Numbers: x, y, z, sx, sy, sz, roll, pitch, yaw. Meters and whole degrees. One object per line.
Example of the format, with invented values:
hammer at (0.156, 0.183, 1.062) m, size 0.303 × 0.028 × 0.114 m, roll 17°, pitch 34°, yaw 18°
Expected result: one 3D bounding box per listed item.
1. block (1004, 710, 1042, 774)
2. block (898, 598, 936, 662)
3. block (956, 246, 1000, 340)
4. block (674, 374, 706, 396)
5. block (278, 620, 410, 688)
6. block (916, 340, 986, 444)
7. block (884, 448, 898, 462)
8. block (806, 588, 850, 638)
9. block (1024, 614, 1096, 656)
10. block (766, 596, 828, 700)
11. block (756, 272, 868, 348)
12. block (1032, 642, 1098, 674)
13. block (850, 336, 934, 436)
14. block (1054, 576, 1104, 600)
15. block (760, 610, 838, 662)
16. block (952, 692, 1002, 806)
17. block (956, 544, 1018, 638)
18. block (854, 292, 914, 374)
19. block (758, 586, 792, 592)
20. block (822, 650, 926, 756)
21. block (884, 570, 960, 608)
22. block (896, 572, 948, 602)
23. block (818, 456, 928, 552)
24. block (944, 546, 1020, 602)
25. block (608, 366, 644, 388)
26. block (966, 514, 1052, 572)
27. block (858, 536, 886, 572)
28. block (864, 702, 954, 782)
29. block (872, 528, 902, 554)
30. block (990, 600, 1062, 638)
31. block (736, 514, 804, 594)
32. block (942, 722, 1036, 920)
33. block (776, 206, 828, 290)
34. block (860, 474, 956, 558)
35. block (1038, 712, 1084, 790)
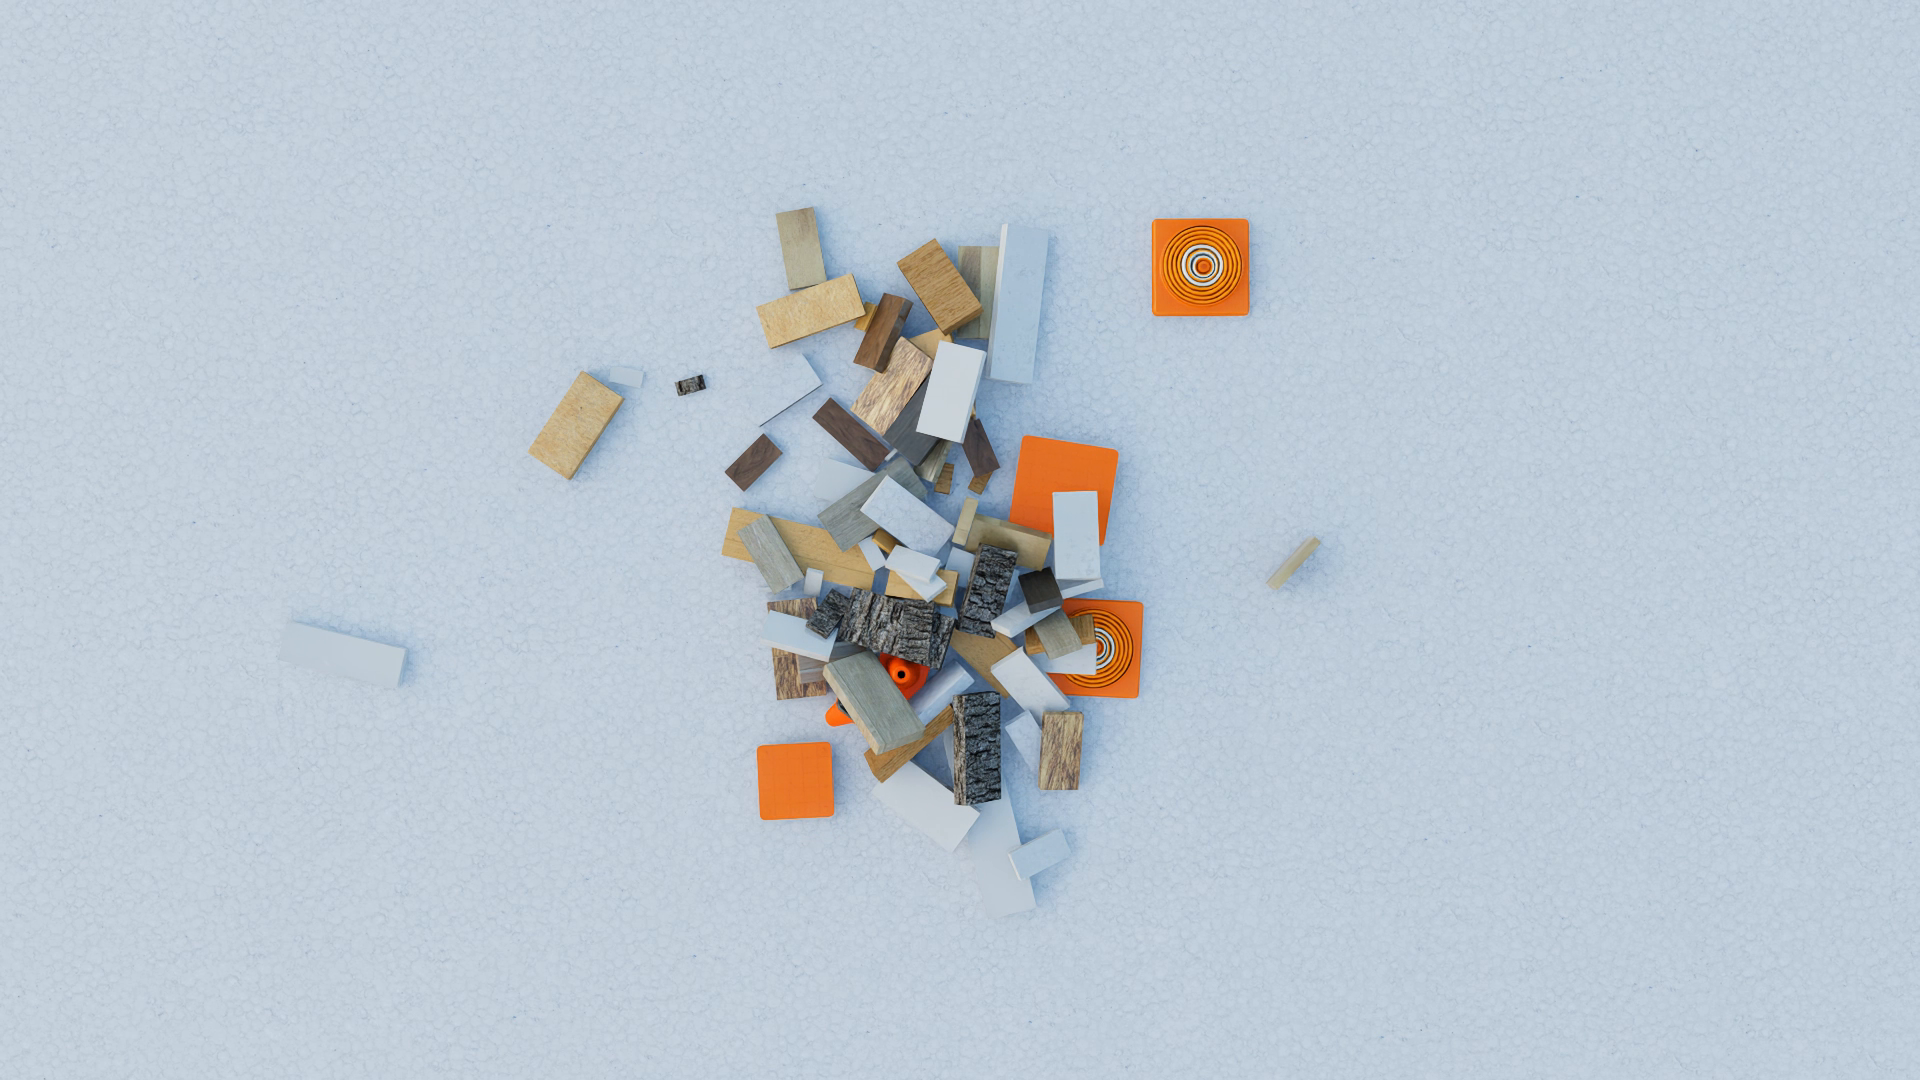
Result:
block at (0.233, 0.666, 5.457) m, size 0.098 × 0.028 × 0.195 m, roll -31°, pitch 108°, yaw 0°
block at (-0.140, 0.291, 5.360) m, size 0.098 × 0.028 × 0.195 m, roll 5°, pitch 82°, yaw 8°
block at (0.068, -0.820, 5.479) m, size 0.152 × 0.043 × 0.303 m, roll 1°, pitch 90°, yaw 0°
block at (-0.898, -0.514, 5.493) m, size 0.095 × 0.014 × 0.048 m, roll -16°, pitch 90°, yaw 0°
block at (-2.048, 0.380, 5.481) m, size 0.403 × 0.037 × 0.132 m, roll 13°, pitch 90°, yaw 0°
block at (-0.028, -0.479, 5.333) m, size 0.152 × 0.043 × 0.303 m, roll 15°, pitch 93°, yaw 14°
block at (-0.211, -0.298, 5.476) m, size 0.095 × 0.048 × 0.014 m, roll -45°, pitch 90°, yaw 0°
block at (-0.431, 0.243, 5.438) m, size 0.083 × 0.023 × 0.166 m, roll 31°, pitch 54°, yaw 6°
block at (0.327, 0.309, 5.388) m, size 0.227 × 0.113 × 0.032 m, roll -11°, pitch 125°, yaw 8°
block at (-0.541, 0.360, 5.477) m, size 0.163 × 0.046 × 0.326 m, roll -6°, pitch 90°, yaw 0°
block at (-0.492, -0.758, 5.466) m, size 0.338 × 0.041 × 0.144 m, roll -19°, pitch 90°, yaw 5°
block at (0.343, 0.384, 5.422) m, size 0.212 × 0.030 × 0.106 m, roll 2°, pitch 91°, yaw 11°
block at (-0.215, -0.504, 5.432) m, size 0.149 × 0.042 × 0.299 m, roll 39°, pitch 102°, yaw 14°
block at (0.353, 0.149, 5.442) m, size 0.225 × 0.113 × 0.032 m, roll -17°, pitch 115°, yaw 0°
block at (-0.527, 0.314, 5.405) m, size 0.233 × 0.033 × 0.117 m, roll 15°, pitch 52°, yaw 0°
block at (0.057, 0.676, 5.370) m, size 0.050 × 0.176 × 0.353 m, roll -1°, pitch 90°, yaw 42°
block at (0.088, 0.167, 5.407) m, size 0.130 × 0.037 × 0.294 m, roll 14°, pitch 93°, yaw -23°
block at (-0.254, -0.683, 5.440) m, size 0.036 × 0.127 × 0.255 m, roll 24°, pitch 90°, yaw -41°
block at (-0.612, 0.162, 5.473) m, size 0.108 × 0.054 × 0.015 m, roll -6°, pitch 89°, yaw 0°
block at (-0.278, 0.519, 5.318) m, size 0.176 × 0.050 × 0.353 m, roll -17°, pitch 54°, yaw -30°
block at (-0.124, 0.147, 5.429) m, size 0.227 × 0.032 × 0.113 m, roll 8°, pitch 71°, yaw 14°
block at (-0.127, 0.125, 5.394) m, size 0.083 × 0.023 × 0.166 m, roll -38°, pitch 58°, yaw -18°
block at (-0.288, -0.118, 5.433) m, size 0.344 × 0.042 × 0.149 m, roll -35°, pitch 95°, yaw -4°
block at (0.068, 0.116, 5.467) m, size 0.235 × 0.032 × 0.113 m, roll 20°, pitch 91°, yaw -2°
block at (-1.109, -0.544, 5.492) m, size 0.108 × 0.015 × 0.054 m, roll 11°, pitch 90°, yaw 0°
block at (0.160, 0.007, 5.446) m, size 0.264 × 0.037 × 0.132 m, roll 15°, pitch 126°, yaw 0°
block at (-0.289, 0.044, 5.446) m, size 0.054 × 0.015 × 0.107 m, roll -29°, pitch 90°, yaw 0°
block at (-0.161, 0.642, 5.414) m, size 0.333 × 0.167 × 0.047 m, roll -41°, pitch 111°, yaw 0°
block at (-0.240, 0.010, 5.459) m, size 0.107 × 0.015 × 0.054 m, roll 38°, pitch 49°, yaw -21°
block at (0.216, 0.243, 5.407) m, size 0.211 × 0.106 × 0.030 m, roll -30°, pitch 118°, yaw -25°
block at (-0.623, 0.047, 5.433) m, size 0.117 × 0.033 × 0.241 m, roll -31°, pitch 88°, yaw -1°
block at (0.090, 0.906, 5.476) m, size 0.167 × 0.047 × 0.678 m, roll -14°, pitch 90°, yaw 0°
block at (-0.526, -0.967, 5.482) m, size 0.127 × 0.036 × 0.255 m, roll -10°, pitch 90°, yaw 0°
block at (-0.169, -0.069, 5.414) m, size 0.288 × 0.041 × 0.144 m, roll 37°, pitch 91°, yaw -19°
block at (0.333, 0.696, 5.444) m, size 0.130 × 0.037 × 0.260 m, roll 1°, pitch 102°, yaw -10°
